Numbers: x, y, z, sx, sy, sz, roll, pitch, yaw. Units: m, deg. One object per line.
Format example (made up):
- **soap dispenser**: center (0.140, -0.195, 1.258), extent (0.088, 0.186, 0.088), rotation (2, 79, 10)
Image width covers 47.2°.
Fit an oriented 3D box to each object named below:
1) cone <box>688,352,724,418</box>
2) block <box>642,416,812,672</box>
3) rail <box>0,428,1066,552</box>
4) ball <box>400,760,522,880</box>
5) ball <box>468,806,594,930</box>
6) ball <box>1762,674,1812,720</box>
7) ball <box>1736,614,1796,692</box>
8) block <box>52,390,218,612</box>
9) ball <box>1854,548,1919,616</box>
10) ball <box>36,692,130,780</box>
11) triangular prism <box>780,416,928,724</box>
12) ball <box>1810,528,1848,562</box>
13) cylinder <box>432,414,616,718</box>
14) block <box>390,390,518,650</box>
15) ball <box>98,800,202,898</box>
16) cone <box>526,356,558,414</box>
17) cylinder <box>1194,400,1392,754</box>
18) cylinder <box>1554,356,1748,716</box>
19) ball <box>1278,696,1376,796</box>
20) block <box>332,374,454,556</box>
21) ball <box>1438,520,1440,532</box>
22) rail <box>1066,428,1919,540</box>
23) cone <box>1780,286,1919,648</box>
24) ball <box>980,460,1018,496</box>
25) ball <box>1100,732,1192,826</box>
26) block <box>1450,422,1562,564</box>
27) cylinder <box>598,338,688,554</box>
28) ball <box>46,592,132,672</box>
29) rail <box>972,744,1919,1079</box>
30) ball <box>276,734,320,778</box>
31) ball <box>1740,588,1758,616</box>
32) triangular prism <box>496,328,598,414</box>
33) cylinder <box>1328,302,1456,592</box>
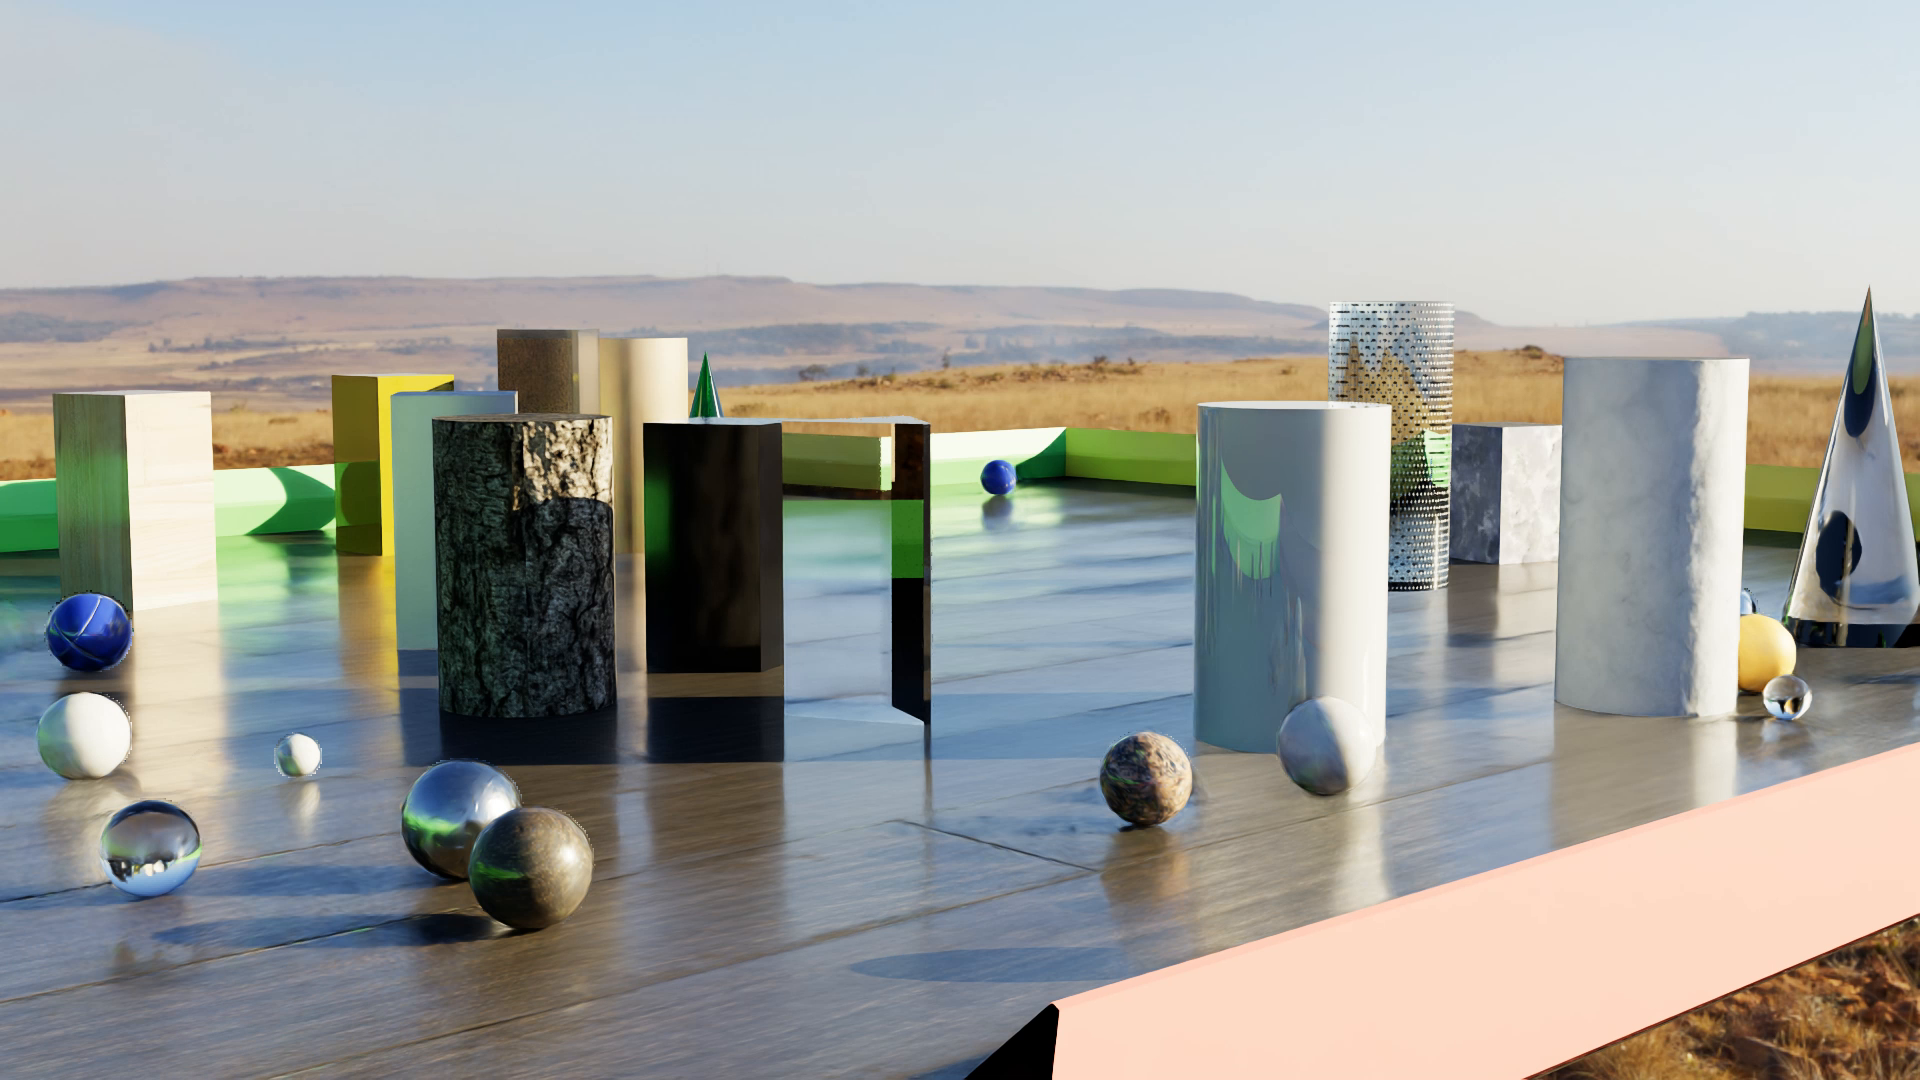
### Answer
- **cone**: center (-0.440, -0.142, 3.829), extent (0.200, 0.379, 0.200), rotation (0, 6, 0)
- **block**: center (-0.293, 0.001, 2.805), extent (0.160, 0.306, 0.160), rotation (2, 6, 20)
- **rail**: center (-1.170, -0.097, 4.593), extent (4.007, 0.130, 0.045), rotation (-5, 8, -42)
- **ball**: center (-0.391, 0.220, 1.729), extent (0.094, 0.094, 0.094), rotation (0, 6, 0)
- **ball**: center (-0.310, 0.237, 1.589), extent (0.089, 0.089, 0.089), rotation (0, 6, 0)
- **ball**: center (0.904, 0.172, 2.404), extent (0.049, 0.049, 0.049), rotation (0, 6, 0)
- **ball**: center (0.930, 0.133, 2.574), extent (0.091, 0.091, 0.091), rotation (0, 6, 0)
- **block**: center (-1.261, -0.065, 3.367), extent (0.160, 0.321, 0.160), rotation (3, 7, 29)
- **ball**: center (1.367, 0.061, 3.229), extent (0.100, 0.100, 0.100), rotation (0, 6, 0)
- **ball**: center (-0.833, 0.187, 2.091), extent (0.084, 0.084, 0.084), rotation (0, 6, 0)
- **triangular prism**: center (-0.089, 0.028, 2.458), extent (0.173, 0.325, 0.150), rotation (2, 6, 21)
- **ball**: center (1.544, 0.010, 3.908), extent (0.061, 0.061, 0.061), rotation (0, 6, 0)
- **cylinder**: center (-0.494, 0.023, 2.500), extent (0.200, 0.325, 0.200), rotation (0, 6, 0)
- **block**: center (-0.679, -0.032, 2.980), extent (0.160, 0.334, 0.160), rotation (-1, 6, -10)
- **ball**: center (-0.618, 0.235, 1.678), extent (0.074, 0.074, 0.074), rotation (0, 6, 0)
- **cone**: center (-0.846, -0.196, 4.454), extent (0.200, 0.357, 0.200), rotation (0, 6, 0)
- **cylinder**: center (0.345, 0.033, 2.295), extent (0.200, 0.348, 0.200), rotation (0, 6, 0)
- **cylinder**: center (0.784, -0.010, 2.500), extent (0.200, 0.392, 0.200), rotation (0, 6, 0)
- **ball**: center (0.338, 0.190, 2.030), extent (0.091, 0.091, 0.091), rotation (0, 6, 0)
- **block**: center (-1.055, -0.144, 4.103), extent (0.160, 0.327, 0.160), rotation (6, 8, 43)
- **ball**: center (0.948, -0.026, 4.184), extent (0.074, 0.074, 0.074), rotation (0, 6, 0)
- **rail**: center (1.455, -0.105, 4.667), extent (0.045, 0.130, 3.498), rotation (-5, 8, -42)
- **cone**: center (1.228, -0.107, 2.993), extent (0.200, 0.482, 0.200), rotation (0, 6, 0)
- **ball**: center (0.093, -0.151, 5.314), extent (0.089, 0.089, 0.089), rotation (0, 6, 0)
- **ball**: center (0.162, 0.208, 1.909), extent (0.081, 0.081, 0.081), rotation (0, 6, 0)
- **block**: center (0.983, -0.088, 3.973), extent (0.160, 0.242, 0.160), rotation (-3, 7, -29)
- **cylinder**: center (-0.611, -0.182, 4.134), extent (0.200, 0.395, 0.200), rotation (0, 6, 0)
- **ball**: center (-1.078, 0.114, 2.722), extent (0.098, 0.098, 0.098), rotation (0, 6, 0)
- **rail**: center (1.170, 0.165, 2.071), extent (4.007, 0.130, 0.045), rotation (-5, 8, -42)
- **ball**: center (-0.635, 0.207, 2.108), extent (0.041, 0.041, 0.041), rotation (0, 6, 0)
- **ball**: center (1.017, 0.100, 2.926), extent (0.084, 0.084, 0.084), rotation (0, 6, 0)
- **triangular prism**: center (-0.655, -0.146, 3.688), extent (0.173, 0.415, 0.150), rotation (4, 7, 32)
- **cylinder**: center (0.698, -0.157, 3.577), extent (0.200, 0.460, 0.200), rotation (0, 6, 0)
